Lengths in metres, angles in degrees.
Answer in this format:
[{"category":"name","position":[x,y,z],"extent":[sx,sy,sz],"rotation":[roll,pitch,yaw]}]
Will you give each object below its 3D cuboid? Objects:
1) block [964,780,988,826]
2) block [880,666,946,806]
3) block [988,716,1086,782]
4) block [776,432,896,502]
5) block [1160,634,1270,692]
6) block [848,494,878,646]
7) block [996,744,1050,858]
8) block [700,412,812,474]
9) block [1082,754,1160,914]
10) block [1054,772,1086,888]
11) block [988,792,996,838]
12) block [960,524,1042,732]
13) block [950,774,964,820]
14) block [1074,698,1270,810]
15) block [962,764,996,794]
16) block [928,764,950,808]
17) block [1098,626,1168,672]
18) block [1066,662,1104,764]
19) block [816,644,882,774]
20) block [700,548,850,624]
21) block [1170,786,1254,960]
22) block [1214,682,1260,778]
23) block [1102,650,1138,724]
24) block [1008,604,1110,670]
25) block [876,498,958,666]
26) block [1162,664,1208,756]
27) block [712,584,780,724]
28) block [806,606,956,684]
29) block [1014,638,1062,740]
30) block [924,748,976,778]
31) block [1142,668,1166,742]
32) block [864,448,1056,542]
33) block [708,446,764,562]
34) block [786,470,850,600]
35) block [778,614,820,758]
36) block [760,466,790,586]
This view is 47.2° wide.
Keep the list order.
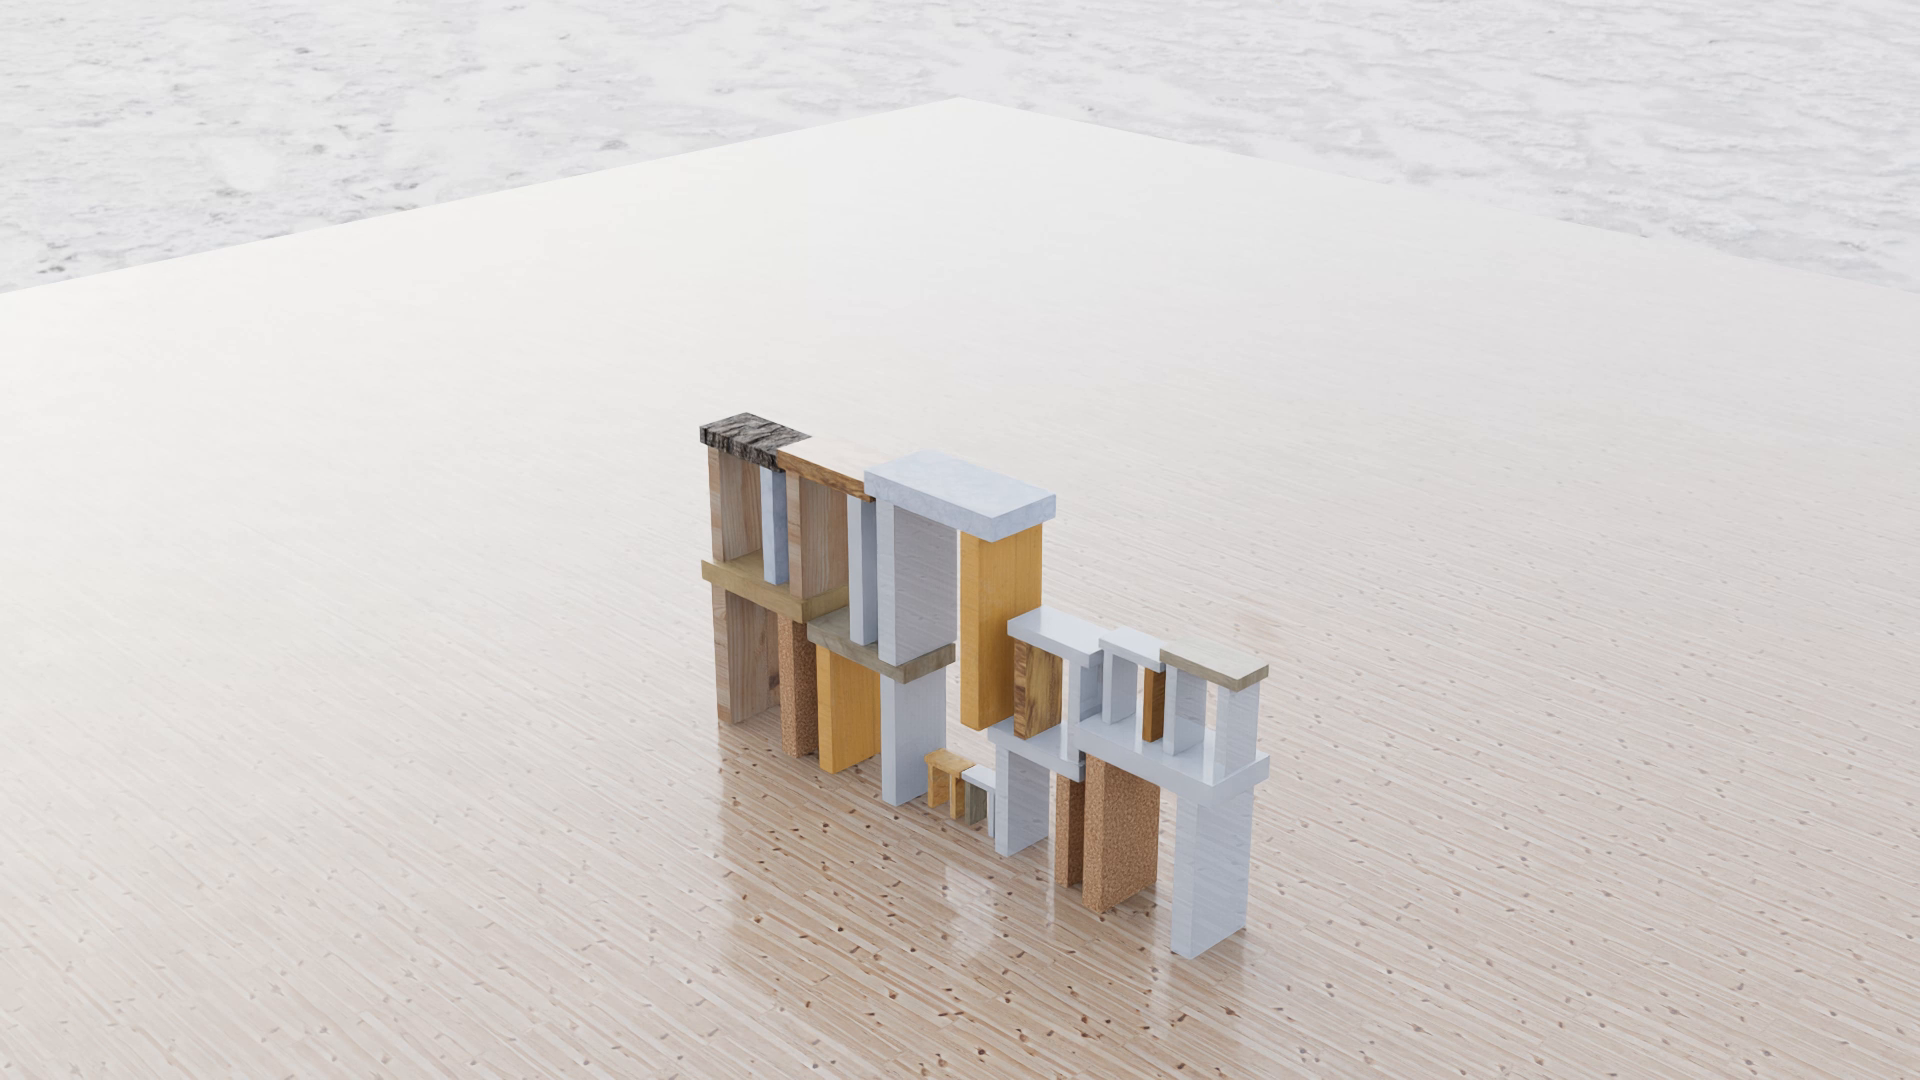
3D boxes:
[{"category":"block","position":[0.032,0.519,4.411],"extent":[0.014,0.099,0.049],"rotation":[21,31,41]},{"category":"block","position":[-0.094,0.385,4.482],"extent":[0.144,0.289,0.041],"rotation":[-21,31,-41]},{"category":"block","position":[0.179,0.387,4.197],"extent":[0.238,0.034,0.119],"rotation":[21,31,41]},{"category":"block","position":[-0.224,-0.147,4.400],"extent":[0.138,0.039,0.275],"rotation":[-21,31,-41]},{"category":"block","position":[0.442,0.213,3.835],"extent":[0.174,0.025,0.087],"rotation":[21,31,41]},{"category":"block","position":[-0.159,0.042,4.410],"extent":[0.039,0.318,0.138],"rotation":[21,31,41]},{"category":"block","position":[0.123,0.490,4.301],"extent":[0.034,0.238,0.119],"rotation":[21,31,41]},{"category":"block","position":[-0.412,-0.205,4.587],"extent":[0.256,0.036,0.128],"rotation":[21,31,41]},{"category":"block","position":[0.304,0.522,4.117],"extent":[0.046,0.324,0.162],"rotation":[21,31,41]},{"category":"block","position":[0.235,0.534,4.198],"extent":[0.034,0.238,0.119],"rotation":[21,31,41]},{"category":"block","position":[0.079,0.537,4.368],"extent":[0.014,0.099,0.050],"rotation":[21,31,41]},{"category":"block","position":[0.079,0.151,4.196],"extent":[0.172,0.402,0.049],"rotation":[-21,31,-41]},{"category":"block","position":[0.003,0.510,4.434],"extent":[0.014,0.098,0.049],"rotation":[21,31,41]},{"category":"block","position":[0.380,0.381,3.974],"extent":[0.324,0.046,0.162],"rotation":[21,31,41]},{"category":"block","position":[0.056,0.476,4.367],"extent":[0.099,0.014,0.050],"rotation":[21,31,41]},{"category":"block","position":[-0.043,0.492,4.476],"extent":[0.014,0.098,0.049],"rotation":[21,31,41]},{"category":"block","position":[0.327,0.196,3.955],"extent":[0.072,0.021,0.145],"rotation":[-21,31,-41]},{"category":"block","position":[0.246,0.305,4.085],"extent":[0.029,0.205,0.103],"rotation":[21,31,41]},{"category":"block","position":[-0.230,0.332,4.608],"extent":[0.041,0.289,0.144],"rotation":[21,31,41]},{"category":"block","position":[-0.382,0.084,4.669],"extent":[0.326,0.046,0.163],"rotation":[21,31,41]},{"category":"block","position":[0.457,0.581,3.976],"extent":[0.046,0.324,0.162],"rotation":[21,31,41]},{"category":"block","position":[0.483,0.321,3.836],"extent":[0.025,0.174,0.087],"rotation":[21,31,41]},{"category":"block","position":[0.293,0.259,4.019],"extent":[0.021,0.145,0.072],"rotation":[21,31,41]},{"category":"block","position":[0.198,0.178,4.083],"extent":[0.103,0.029,0.205],"rotation":[-21,31,-41]},{"category":"block","position":[-0.083,0.061,4.334],"extent":[0.049,0.344,0.172],"rotation":[21,31,40]},{"category":"block","position":[0.401,0.289,3.911],"extent":[0.025,0.174,0.087],"rotation":[21,31,41]},{"category":"block","position":[-0.459,0.225,4.812],"extent":[0.046,0.326,0.163],"rotation":[21,31,41]},{"category":"block","position":[-0.162,0.207,4.481],"extent":[0.289,0.041,0.144],"rotation":[21,31,41]},{"category":"block","position":[0.149,0.267,4.173],"extent":[0.029,0.205,0.103],"rotation":[21,31,41]},{"category":"block","position":[-0.020,0.449,4.433],"extent":[0.098,0.014,0.049],"rotation":[21,31,41]},{"category":"block","position":[0.361,0.285,3.956],"extent":[0.021,0.145,0.072],"rotation":[21,31,41]},{"category":"block","position":[-0.002,-0.089,4.183],"extent":[0.172,0.049,0.344],"rotation":[-21,31,-41]},{"category":"block","position":[-0.473,-0.093,4.700],"extent":[0.036,0.257,0.128],"rotation":[21,31,41]},{"category":"block","position":[-0.289,-0.028,4.521],"extent":[0.039,0.275,0.138],"rotation":[21,31,41]},{"category":"block","position":[-0.305,0.285,4.671],"extent":[0.046,0.326,0.163],"rotation":[21,31,41]},{"category":"block","position":[-0.352,-0.046,4.589],"extent":[0.036,0.256,0.128],"rotation":[21,31,41]}]
